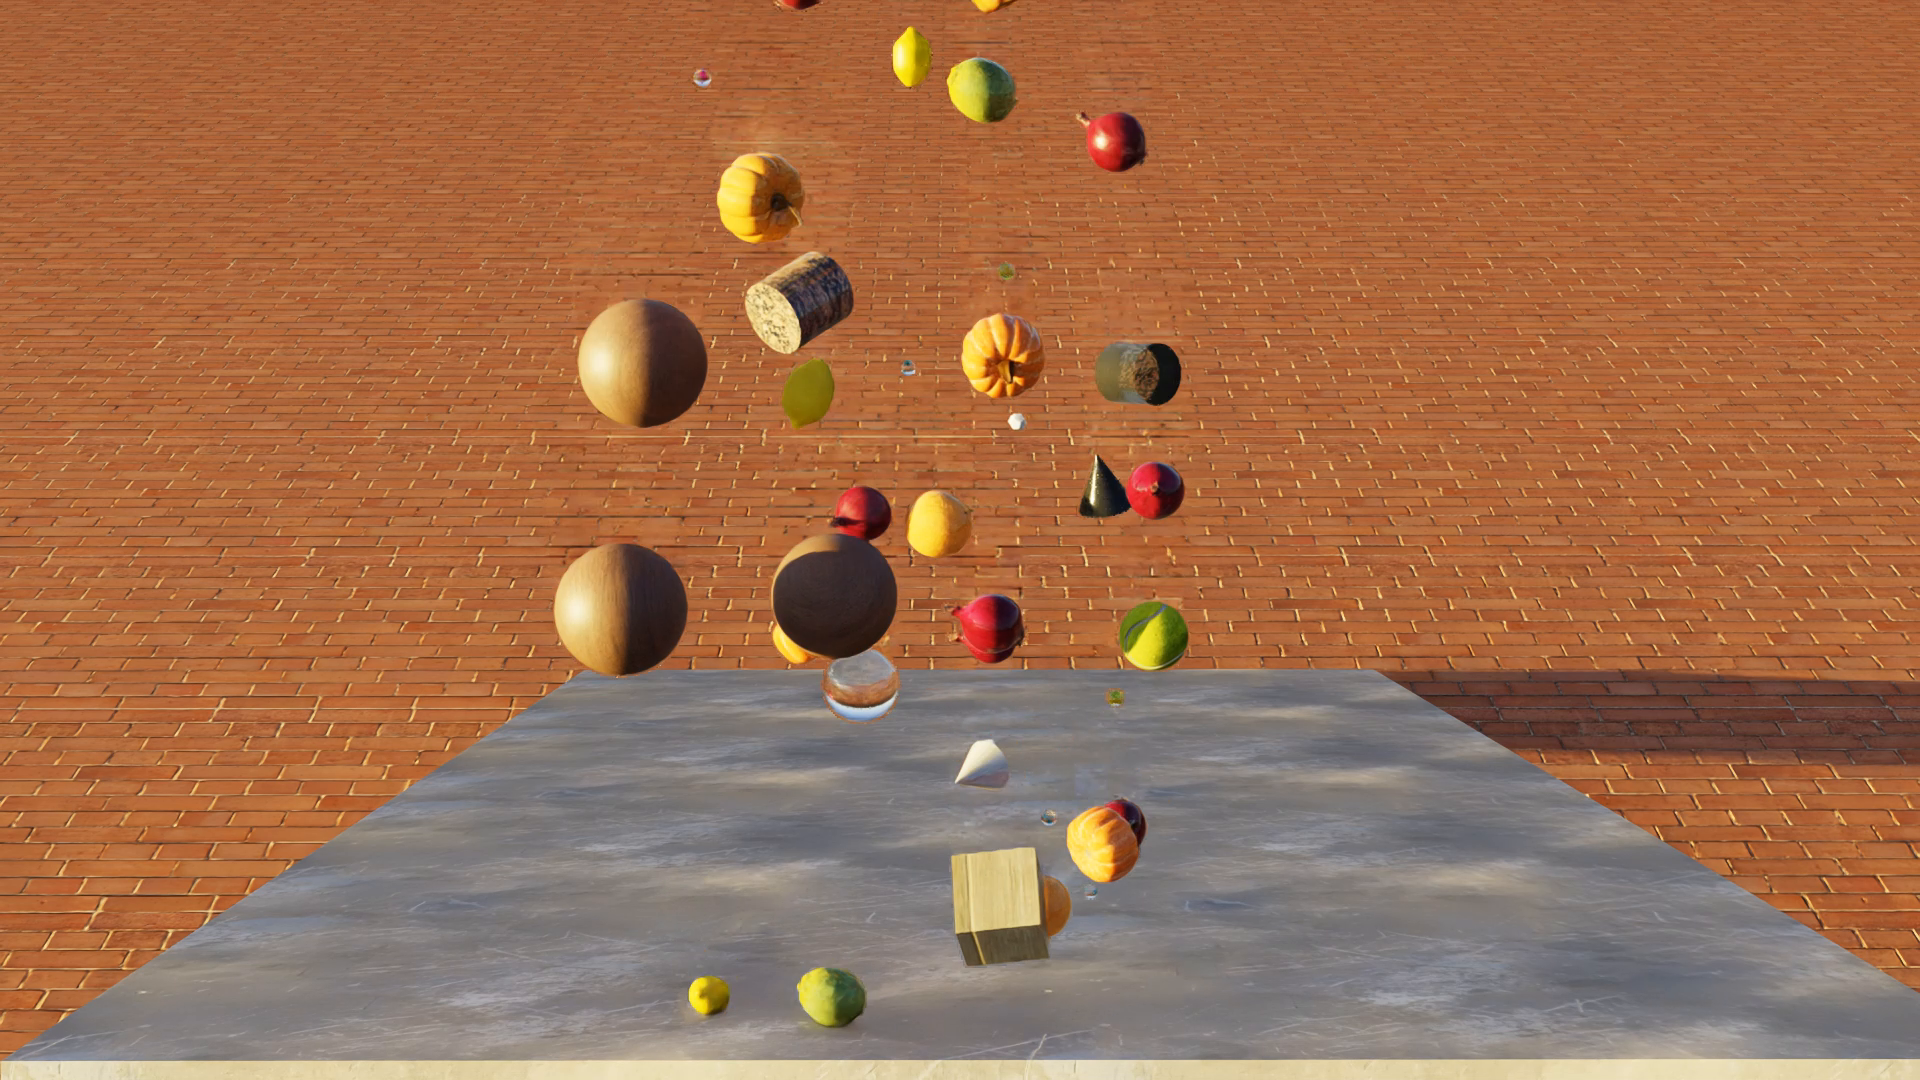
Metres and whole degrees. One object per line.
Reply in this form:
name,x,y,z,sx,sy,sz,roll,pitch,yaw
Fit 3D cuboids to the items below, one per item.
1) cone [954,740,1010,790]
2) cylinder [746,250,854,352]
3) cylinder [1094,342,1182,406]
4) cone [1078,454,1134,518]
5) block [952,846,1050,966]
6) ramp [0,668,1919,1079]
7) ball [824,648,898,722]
cone,0.012,0.237,2.599,0.054,0.054,0.054,18,28,37
cylinder,-0.159,-0.236,2.553,0.076,0.076,0.076,19,43,39
cylinder,0.200,-0.187,2.886,0.069,0.069,0.069,-16,13,-33
cone,0.153,-0.065,2.786,0.062,0.062,0.062,-10,23,4
block,0.045,0.408,2.859,0.093,0.093,0.093,-7,57,5
ramp,0.052,0.470,4.535,2.000,0.100,4.000,0,3,0
ball,-0.108,0.158,2.808,0.081,0.081,0.081,0,22,0
